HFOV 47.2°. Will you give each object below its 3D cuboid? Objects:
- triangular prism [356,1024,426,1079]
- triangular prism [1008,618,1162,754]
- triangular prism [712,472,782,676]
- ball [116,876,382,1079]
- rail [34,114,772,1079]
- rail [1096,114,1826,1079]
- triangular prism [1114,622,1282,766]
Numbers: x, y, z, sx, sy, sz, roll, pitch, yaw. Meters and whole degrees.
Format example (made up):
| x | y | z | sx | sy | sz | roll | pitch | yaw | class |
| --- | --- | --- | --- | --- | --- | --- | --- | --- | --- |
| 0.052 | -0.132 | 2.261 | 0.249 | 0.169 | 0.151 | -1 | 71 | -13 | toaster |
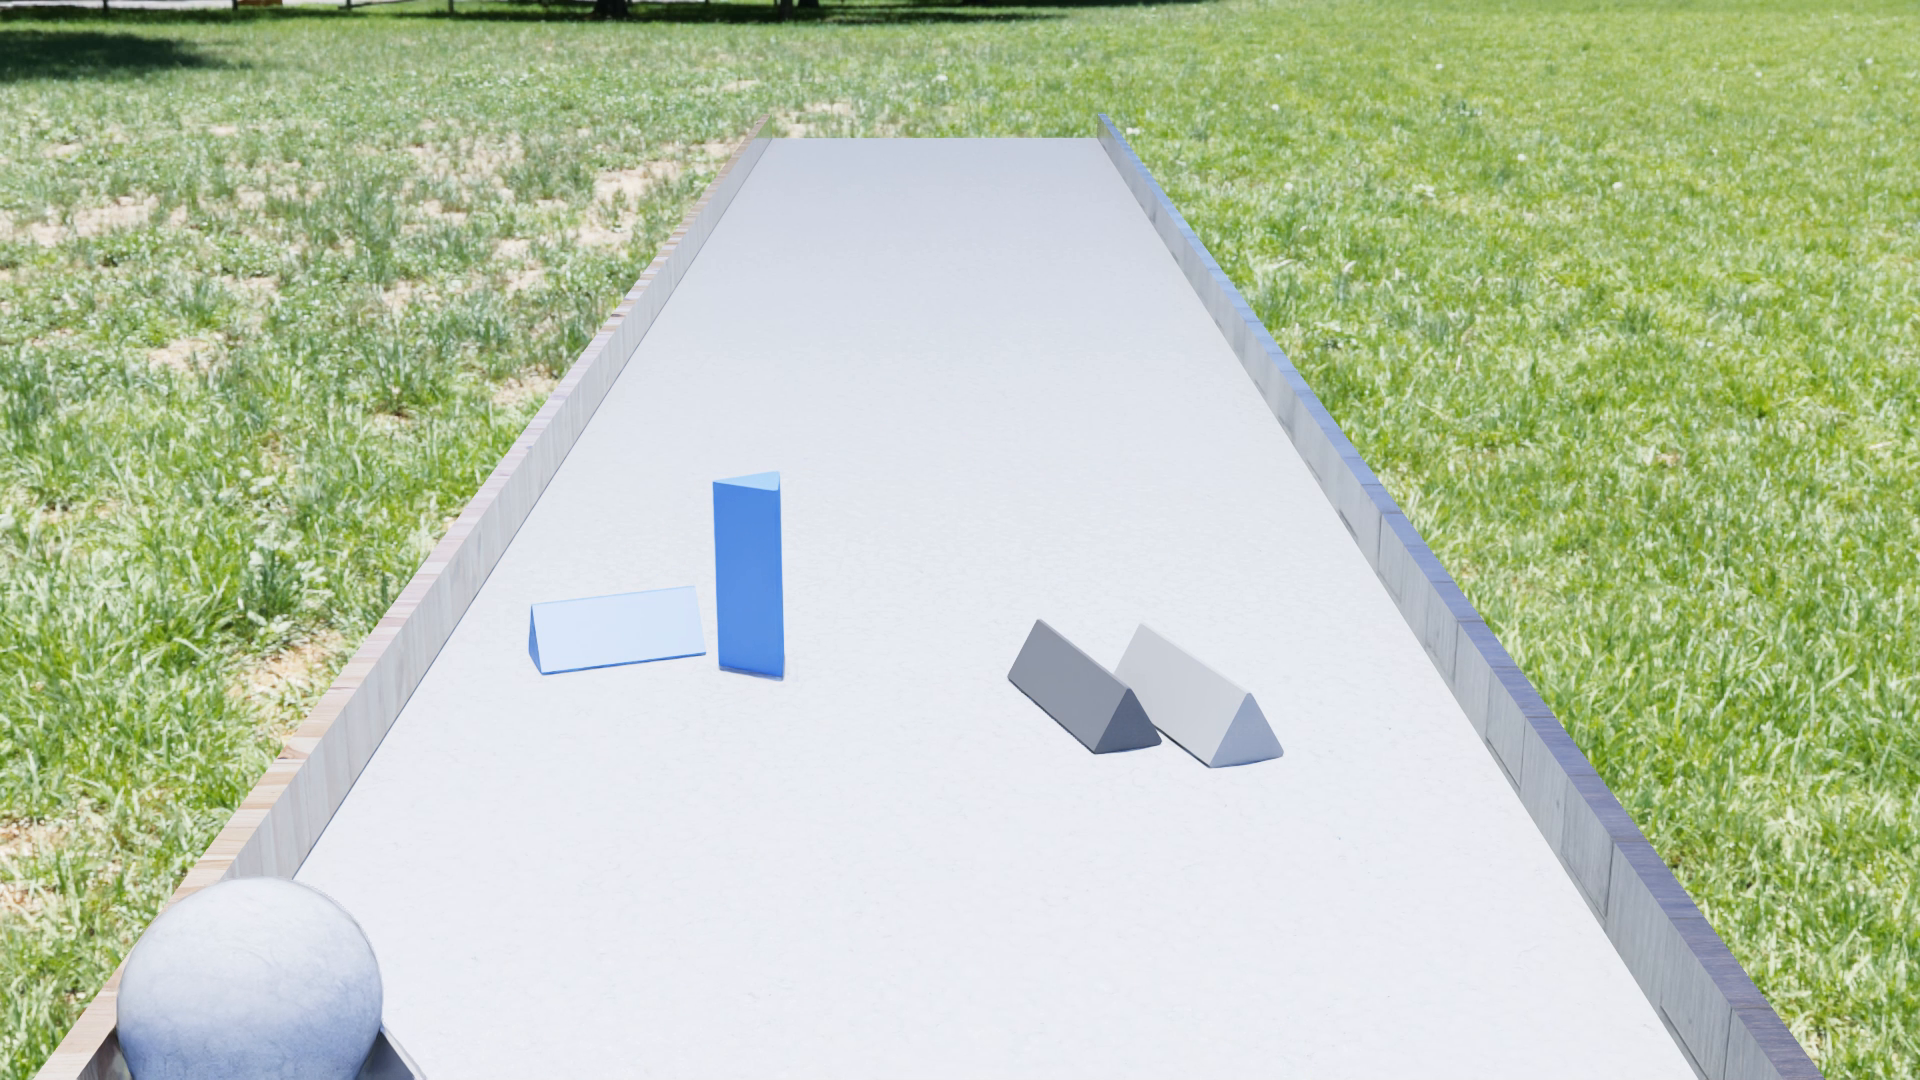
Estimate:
| x | y | z | sx | sy | sz | roll | pitch | yaw | class |
| --- | --- | --- | --- | --- | --- | --- | --- | --- | --- |
| -0.648 | 0.706 | 2.676 | 0.110 | 0.095 | 0.458 | -10 | 19 | -30 | triangular prism |
| 0.228 | 0.264 | 4.126 | 0.133 | 0.115 | 0.417 | -7 | 18 | -20 | triangular prism |
| -0.389 | 0.061 | 4.358 | 0.147 | 0.379 | 0.127 | 8 | 19 | 26 | triangular prism |
| -0.880 | 0.578 | 2.730 | 0.316 | 0.316 | 0.316 | 0 | 17 | 0 | ball |
| -1.118 | -0.838 | 7.780 | 0.050 | 0.150 | 12.000 | 0 | 17 | -1 | rail |
| 0.932 | -0.844 | 7.801 | 0.050 | 0.150 | 12.000 | 0 | 17 | -1 | rail |
| 0.430 | 0.275 | 4.064 | 0.149 | 0.129 | 0.416 | -7 | 18 | -21 | triangular prism |
